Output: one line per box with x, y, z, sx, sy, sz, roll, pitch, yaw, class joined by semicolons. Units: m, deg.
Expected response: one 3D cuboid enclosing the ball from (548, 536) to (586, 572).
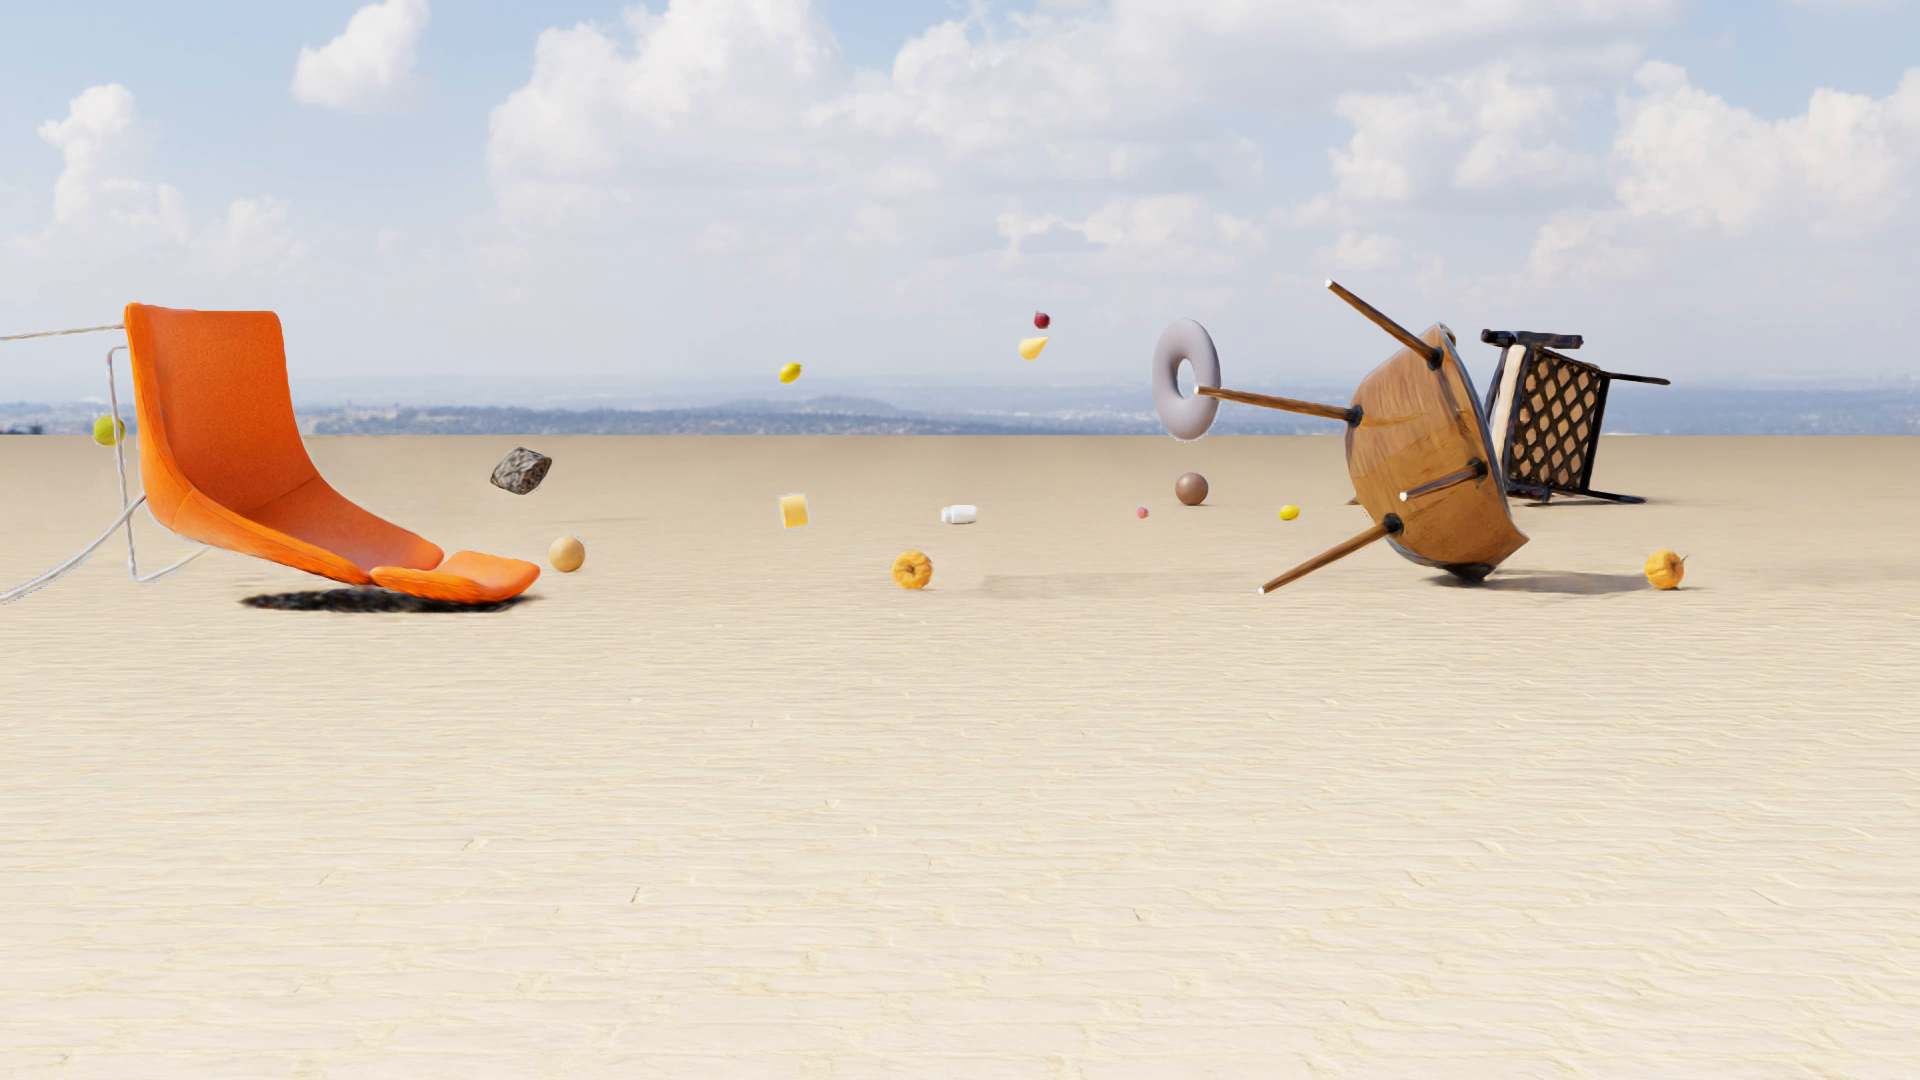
-0.962;0.035;5.381;0.090;0.090;0.090;0;4;0;ball

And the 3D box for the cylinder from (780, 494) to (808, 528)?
-0.375;-0.065;4.970;0.050;0.074;0.060;-9;29;-11;cylinder

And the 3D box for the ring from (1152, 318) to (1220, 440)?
0.694;-0.495;6.754;0.062;0.379;0.283;0;-8;-39;ring

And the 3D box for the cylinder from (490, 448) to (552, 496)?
-1.468;-0.230;7.354;0.130;0.076;0.170;20;58;32;cylinder

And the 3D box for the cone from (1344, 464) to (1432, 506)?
1.605;-0.172;8.424;0.311;0.130;0.264;-17;-39;38;cone

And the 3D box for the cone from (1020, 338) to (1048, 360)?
0.230;-0.568;6.354;0.065;0.067;0.134;17;-16;-21;cone
